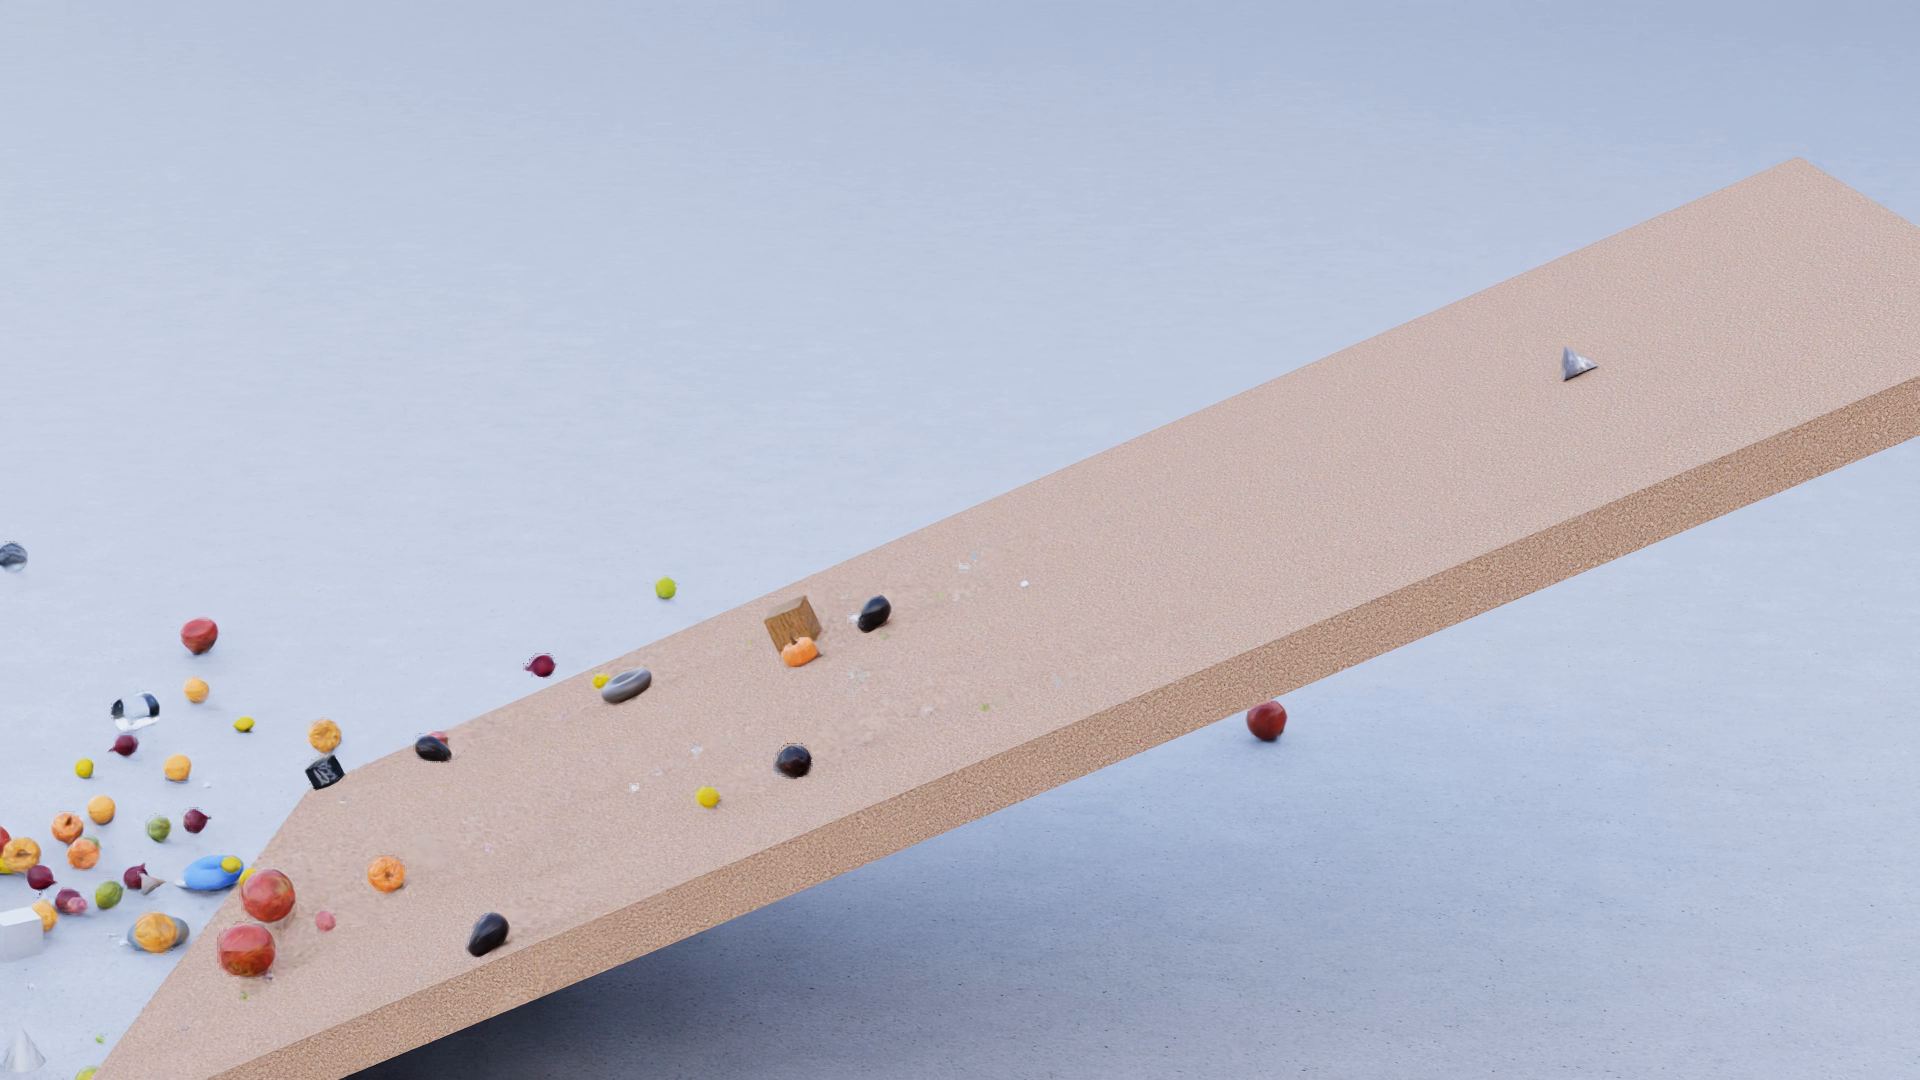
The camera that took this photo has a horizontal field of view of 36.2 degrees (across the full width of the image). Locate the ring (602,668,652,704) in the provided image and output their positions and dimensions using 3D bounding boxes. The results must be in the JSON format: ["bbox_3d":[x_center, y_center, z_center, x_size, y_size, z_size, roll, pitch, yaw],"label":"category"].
[{"bbox_3d":[-0.791,0.346,6.975,0.129,0.043,0.129,-23,14,6],"label":"ring"}]

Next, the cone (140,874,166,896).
[{"bbox_3d":[-1.935,0.824,7.063,0.058,0.058,0.058,-8,17,-14],"label":"cone"}]

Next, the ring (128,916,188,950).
[{"bbox_3d":[-1.850,0.908,6.786,0.139,0.046,0.139,-1,14,0],"label":"ring"}]

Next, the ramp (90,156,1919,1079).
[{"bbox_3d":[0.132,0.170,6.284,4.000,0.100,2.000,-23,13,8],"label":"ramp"}]

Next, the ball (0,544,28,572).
[{"bbox_3d":[-3.165,0.060,9.826,0.096,0.096,0.096,0,15,0],"label":"ball"}]

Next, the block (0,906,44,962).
[{"bbox_3d":[-2.154,0.902,6.731,0.086,0.086,0.086,-10,18,-33],"label":"block"}]

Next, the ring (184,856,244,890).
[{"bbox_3d":[-1.806,0.804,7.116,0.145,0.048,0.145,-5,16,2],"label":"ring"}]

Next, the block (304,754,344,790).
[{"bbox_3d":[-1.615,0.591,7.479,0.060,0.060,0.060,-20,14,22],"label":"block"}]

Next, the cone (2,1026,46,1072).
[{"bbox_3d":[-1.964,1.055,6.158,0.090,0.090,0.090,0,15,0],"label":"cone"}]

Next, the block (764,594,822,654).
[{"bbox_3d":[-0.382,0.193,6.717,0.090,0.090,0.090,-22,13,14],"label":"block"}]

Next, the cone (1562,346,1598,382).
[{"bbox_3d":[1.267,-0.357,5.991,0.071,0.071,0.071,3,15,3],"label":"cone"}]

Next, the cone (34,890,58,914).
[{"bbox_3d":[-2.172,0.870,6.957,0.057,0.057,0.057,-36,26,-13],"label":"cone"}]
